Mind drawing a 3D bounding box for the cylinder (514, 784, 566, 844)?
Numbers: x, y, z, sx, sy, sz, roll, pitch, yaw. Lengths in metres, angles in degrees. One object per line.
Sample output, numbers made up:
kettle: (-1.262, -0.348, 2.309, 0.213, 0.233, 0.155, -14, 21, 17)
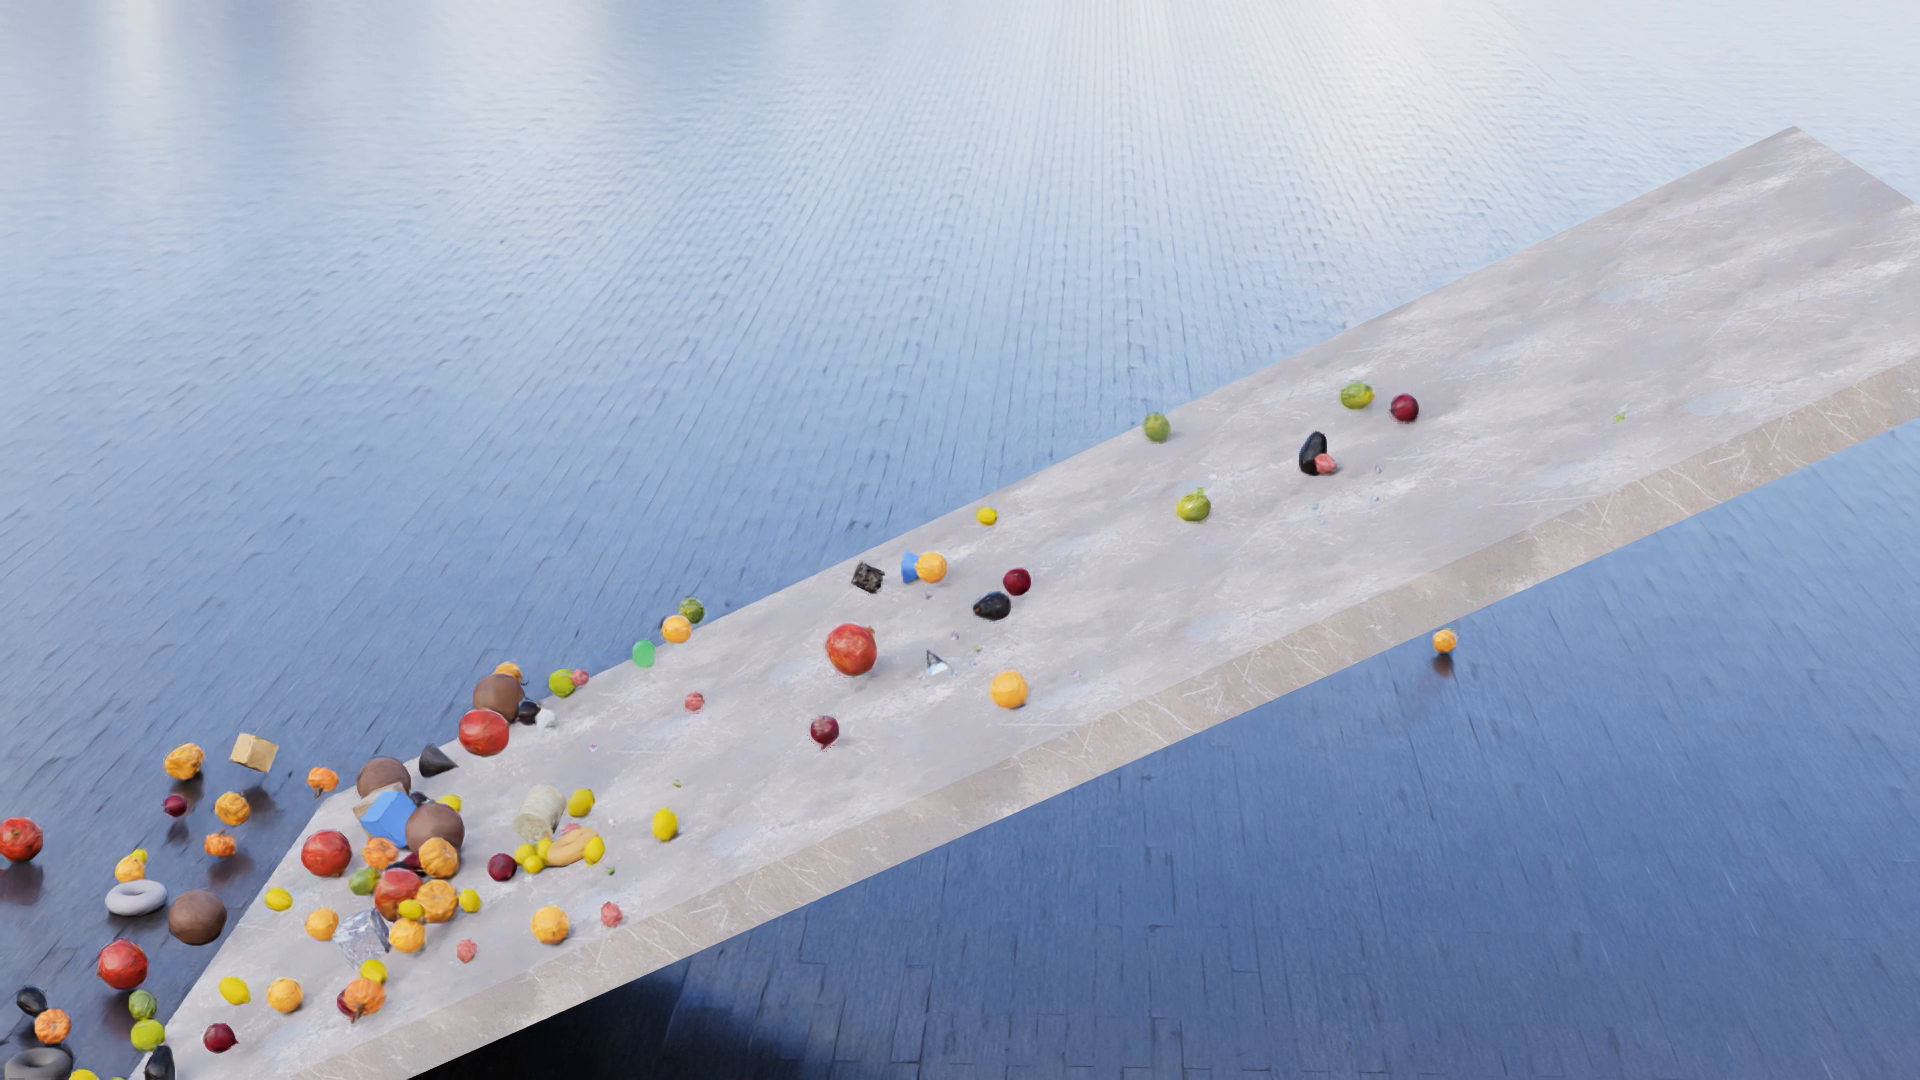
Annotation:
cylinder: (-0.875, 0.571, 6.132, 0.086, 0.086, 0.086, 4, 41, 15)

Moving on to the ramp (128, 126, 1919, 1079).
ramp: (0.137, 0.168, 6.281, 4.000, 0.100, 2.000, -25, 13, 9)

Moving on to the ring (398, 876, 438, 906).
ring: (-1.156, 0.749, 6.268, 0.094, 0.031, 0.094, -24, 14, 6)

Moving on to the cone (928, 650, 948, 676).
cone: (-0.056, 0.245, 6.035, 0.050, 0.050, 0.050, -25, 13, 6)

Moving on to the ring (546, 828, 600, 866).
ring: (-0.792, 0.628, 6.017, 0.117, 0.039, 0.117, -24, 14, 6)

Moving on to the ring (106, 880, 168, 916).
ring: (-1.990, 0.865, 7.109, 0.146, 0.049, 0.146, -1, 16, 0)

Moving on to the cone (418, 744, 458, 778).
cone: (-1.268, 0.549, 7.222, 0.086, 0.086, 0.086, 9, 18, 22)

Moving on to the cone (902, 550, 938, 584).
cone: (-0.087, 0.064, 6.795, 0.077, 0.077, 0.077, 3, 16, 17)

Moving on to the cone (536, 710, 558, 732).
cone: (-0.988, 0.442, 6.967, 0.057, 0.057, 0.057, 4, 28, 13)

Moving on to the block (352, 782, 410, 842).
block: (-1.353, 0.640, 6.928, 0.091, 0.091, 0.091, -18, 16, 33)

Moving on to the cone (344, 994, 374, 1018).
cone: (-1.165, 0.903, 5.723, 0.050, 0.050, 0.050, -4, 16, -27)

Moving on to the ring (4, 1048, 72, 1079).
ring: (-1.954, 1.119, 6.236, 0.139, 0.046, 0.139, 1, 16, 0)

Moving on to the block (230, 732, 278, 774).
block: (-1.900, 0.573, 7.917, 0.079, 0.079, 0.079, 6, -18, 45)

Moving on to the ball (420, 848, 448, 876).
ball: (-1.139, 0.697, 6.371, 0.060, 0.060, 0.060, 0, 16, 0)

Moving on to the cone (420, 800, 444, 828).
cone: (-1.226, 0.644, 6.810, 0.059, 0.059, 0.059, 0, 47, 0)

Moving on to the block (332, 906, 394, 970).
block: (-1.224, 0.816, 6.036, 0.082, 0.082, 0.082, -26, 13, 5)

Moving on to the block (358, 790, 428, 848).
block: (-1.296, 0.639, 6.724, 0.091, 0.091, 0.091, -10, 39, 52)
